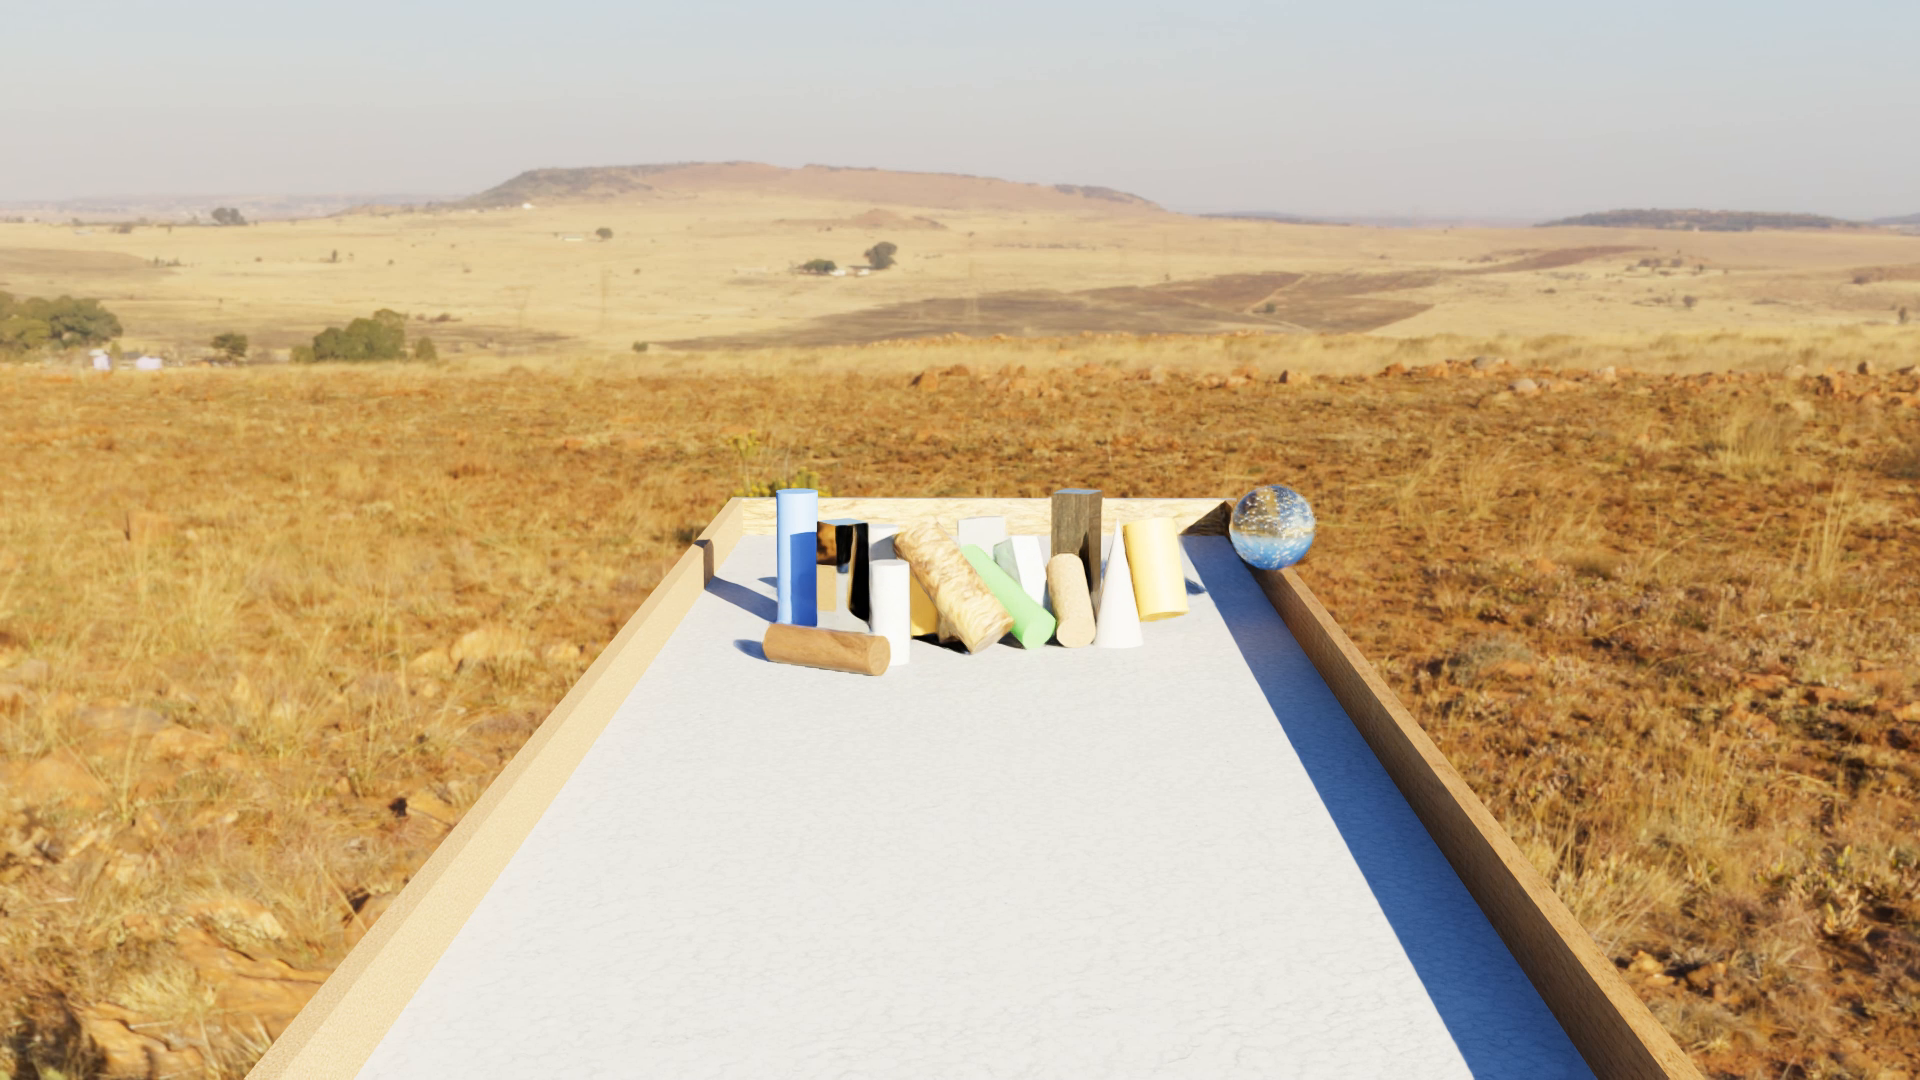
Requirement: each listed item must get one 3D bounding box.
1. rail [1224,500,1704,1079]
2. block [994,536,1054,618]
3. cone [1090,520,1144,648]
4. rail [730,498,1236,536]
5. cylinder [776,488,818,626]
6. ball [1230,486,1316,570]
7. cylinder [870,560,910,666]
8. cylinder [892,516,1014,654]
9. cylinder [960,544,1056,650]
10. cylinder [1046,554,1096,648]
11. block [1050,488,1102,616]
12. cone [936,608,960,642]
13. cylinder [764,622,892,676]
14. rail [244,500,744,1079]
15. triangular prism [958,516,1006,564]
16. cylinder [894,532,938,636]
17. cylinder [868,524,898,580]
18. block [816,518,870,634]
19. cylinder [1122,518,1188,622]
[{"bbox_3d":[1.046,0.843,3.208,0.050,0.150,12.000,0,9,1],"label":"rail"},{"bbox_3d":[0.209,0.147,7.059,0.102,0.300,0.102,-1,-19,-35],"label":"block"},{"bbox_3d":[0.495,0.127,6.932,0.174,0.399,0.174,0,9,0],"label":"cone"},{"bbox_3d":[0.099,-0.098,9.147,2.100,0.150,0.050,0,9,1],"label":"rail"},{"bbox_3d":[-0.532,0.061,7.206,0.136,0.445,0.136,0,9,0],"label":"cylinder"},{"bbox_3d":[1.042,-0.040,7.337,0.284,0.284,0.284,0,9,0],"label":"ball"},{"bbox_3d":[-0.213,0.219,6.660,0.123,0.303,0.123,0,9,0],"label":"cylinder"},{"bbox_3d":[-0.021,0.139,6.802,0.167,0.416,0.167,-35,-14,-10],"label":"cylinder"},{"bbox_3d":[0.129,0.177,6.966,0.128,0.128,0.415,-7,36,-37],"label":"cylinder"},{"bbox_3d":[0.350,0.191,6.971,0.124,0.124,0.325,-1,37,-5],"label":"cylinder"},{"bbox_3d":[0.379,0.062,7.191,0.128,0.444,0.128,4,8,22],"label":"block"},{"bbox_3d":[-0.044,0.117,6.942,0.143,0.391,0.143,-13,-11,-3],"label":"cone"},{"bbox_3d":[-0.398,0.324,6.579,0.383,0.120,0.120,6,11,31],"label":"cylinder"},{"bbox_3d":[-1.004,0.839,3.234,0.050,0.150,12.000,0,9,1],"label":"rail"},{"bbox_3d":[0.077,0.100,7.221,0.153,0.350,0.132,-4,3,-3],"label":"triangular prism"},{"bbox_3d":[-0.118,0.135,7.020,0.143,0.330,0.143,-8,-3,0],"label":"cylinder"},{"bbox_3d":[-0.255,0.121,7.177,0.112,0.336,0.112,0,9,0],"label":"cylinder"},{"bbox_3d":[-0.368,0.134,6.920,0.119,0.389,0.119,-6,11,-33],"label":"block"},{"bbox_3d":[0.643,0.099,7.257,0.177,0.310,0.177,-8,-11,-1],"label":"cylinder"}]
